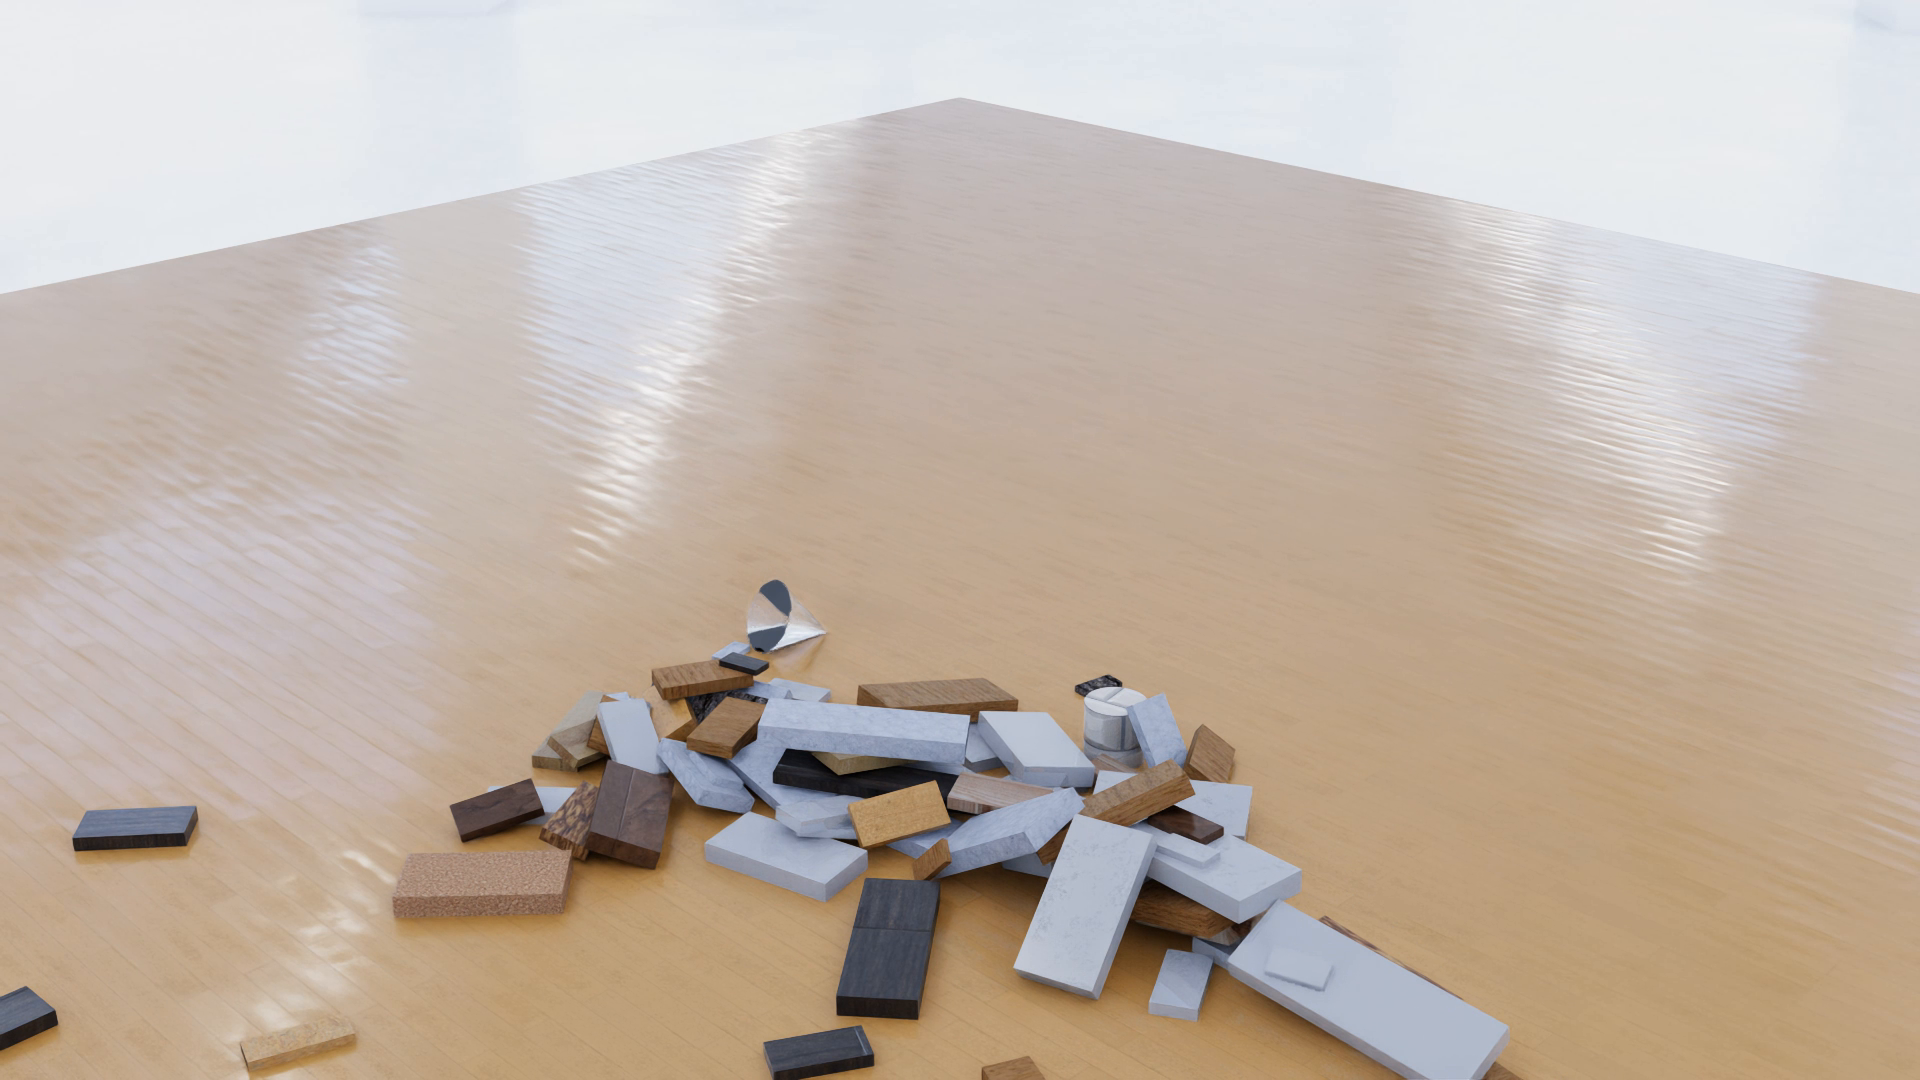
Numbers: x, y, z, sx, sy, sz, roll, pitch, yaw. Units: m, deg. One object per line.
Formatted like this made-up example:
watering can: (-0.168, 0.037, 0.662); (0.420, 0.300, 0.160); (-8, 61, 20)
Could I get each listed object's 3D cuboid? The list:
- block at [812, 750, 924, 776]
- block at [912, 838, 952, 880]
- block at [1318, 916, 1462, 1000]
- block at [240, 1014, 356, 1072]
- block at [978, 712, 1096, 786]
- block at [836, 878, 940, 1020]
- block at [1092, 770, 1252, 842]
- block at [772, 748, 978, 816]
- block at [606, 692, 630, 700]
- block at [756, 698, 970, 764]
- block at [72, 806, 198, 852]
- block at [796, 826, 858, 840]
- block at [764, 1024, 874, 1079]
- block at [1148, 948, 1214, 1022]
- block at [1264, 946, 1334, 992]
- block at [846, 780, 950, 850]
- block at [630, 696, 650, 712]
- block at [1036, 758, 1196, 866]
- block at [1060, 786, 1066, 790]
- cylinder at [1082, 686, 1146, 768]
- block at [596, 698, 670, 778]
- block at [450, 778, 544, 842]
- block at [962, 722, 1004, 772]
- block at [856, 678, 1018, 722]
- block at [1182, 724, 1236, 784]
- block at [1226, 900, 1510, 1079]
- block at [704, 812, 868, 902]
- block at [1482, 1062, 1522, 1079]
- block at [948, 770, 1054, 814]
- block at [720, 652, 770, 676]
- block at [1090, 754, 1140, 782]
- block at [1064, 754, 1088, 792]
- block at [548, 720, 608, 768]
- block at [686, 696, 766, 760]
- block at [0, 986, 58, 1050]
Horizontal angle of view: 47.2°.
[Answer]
block: (-0.171, 0.425, 4.481); (0.234, 0.033, 0.117); (-6, 19, -31)
block: (-0.054, 0.614, 4.180); (0.014, 0.099, 0.050); (18, 44, -34)
block: (0.724, 0.752, 3.825); (0.292, 0.026, 0.090); (29, 36, 36)
block: (-1.123, 0.851, 3.730); (0.178, 0.019, 0.067); (-11, 26, -25)
block: (0.156, 0.435, 4.598); (0.154, 0.044, 0.308); (3, 16, -18)
block: (-0.125, 0.734, 3.979); (0.143, 0.040, 0.386); (2, 23, 5)
block: (0.420, 0.542, 4.395); (0.311, 0.044, 0.156); (5, 33, 12)
block: (-0.129, 0.490, 4.413); (0.487, 0.026, 0.091); (8, 29, 12)
block: (-0.744, 0.361, 4.818); (0.046, 0.013, 0.092); (-8, 24, -17)
block: (-0.193, 0.387, 4.468); (0.417, 0.044, 0.157); (5, 17, 2)
block: (-1.638, 0.573, 4.372); (0.214, 0.030, 0.107); (-2, 23, -5)
block: (-0.254, 0.563, 4.318); (0.133, 0.019, 0.067); (4, 15, -6)
block: (-0.238, 0.864, 3.694); (0.171, 0.024, 0.086); (-7, 24, -15)
block: (0.392, 0.784, 3.881); (0.085, 0.024, 0.171); (6, 24, 15)
block: (0.580, 0.734, 3.766); (0.106, 0.015, 0.053); (13, 51, 27)
block: (-0.120, 0.539, 4.302); (0.183, 0.026, 0.091); (-13, 66, -18)
block: (-0.692, 0.375, 4.734); (0.046, 0.013, 0.092); (20, 27, -15)
block: (0.280, 0.510, 4.137); (0.311, 0.044, 0.156); (-25, 6, -2)
block: (0.173, 0.538, 4.468); (0.130, 0.018, 0.065); (-14, 27, -30)
cylinder: (0.328, 0.400, 4.648); (0.133, 0.133, 0.133); (0, 23, 0)
block: (-0.687, 0.423, 4.613); (0.101, 0.029, 0.206); (-4, 46, -25)
block: (-0.925, 0.540, 4.393); (0.169, 0.024, 0.085); (-18, 46, -17)
block: (0.025, 0.436, 4.698); (0.095, 0.027, 0.190); (-11, 25, -24)
block: (-0.049, 0.352, 4.786); (0.313, 0.044, 0.157); (-1, 15, -29)
block: (0.519, 0.459, 4.584); (0.090, 0.026, 0.181); (38, 27, -3)
block: (0.687, 0.780, 3.730); (0.465, 0.044, 0.154); (26, 58, 35)
block: (-0.337, 0.612, 4.266); (0.285, 0.040, 0.143); (14, 27, 29)
block: (0.857, 0.882, 3.656); (0.070, 0.020, 0.140); (-16, 28, -32)
block: (0.080, 0.509, 4.330); (0.190, 0.027, 0.095); (10, 30, 15)
block: (-0.471, 0.271, 4.803); (0.099, 0.014, 0.050); (13, 26, 28)
block: (0.333, 0.495, 4.542); (0.150, 0.021, 0.075); (25, 33, 31)
block: (0.232, 0.487, 4.589); (0.065, 0.018, 0.130); (0, 23, 1)
block: (-0.784, 0.426, 4.652); (0.085, 0.024, 0.169); (38, 28, 20)
block: (-0.482, 0.391, 4.591); (0.101, 0.029, 0.202); (11, 24, 15)
block: (-1.666, 0.838, 3.746); (0.107, 0.030, 0.214); (20, 30, 39)
